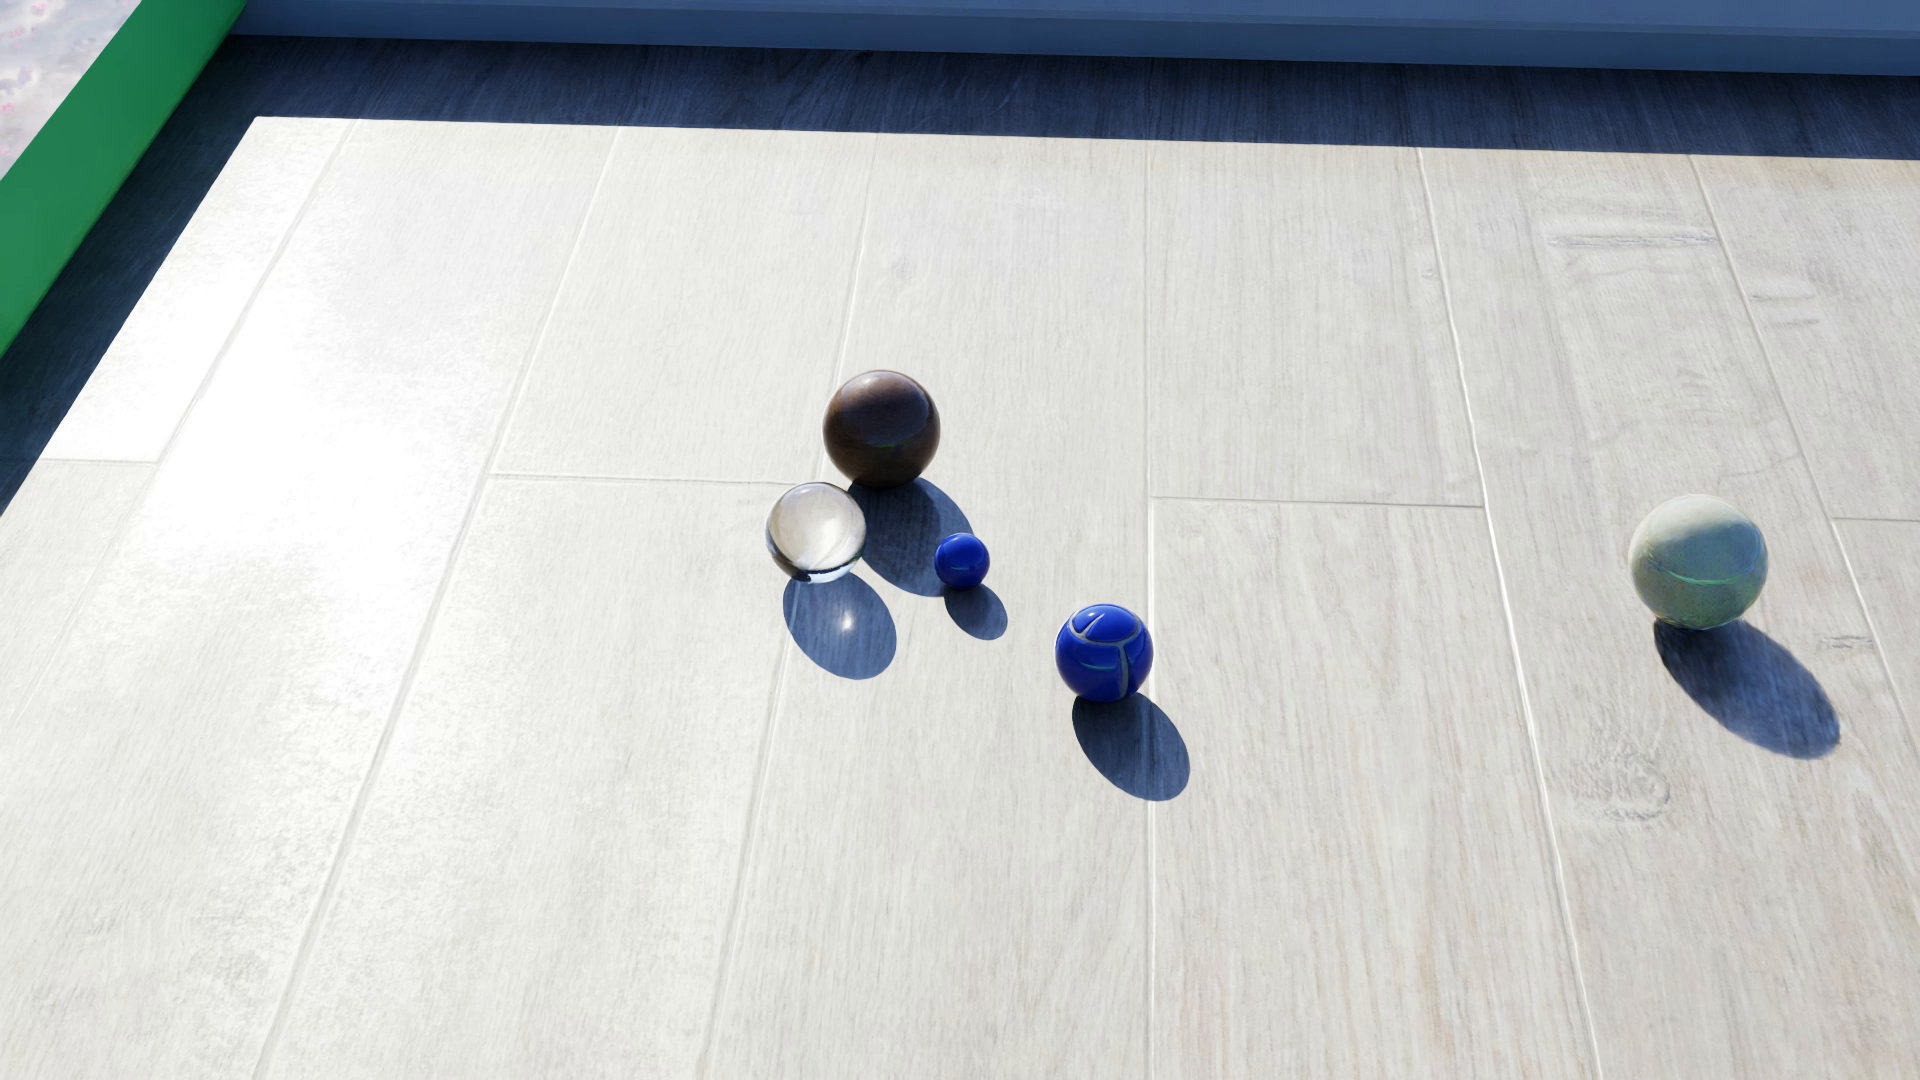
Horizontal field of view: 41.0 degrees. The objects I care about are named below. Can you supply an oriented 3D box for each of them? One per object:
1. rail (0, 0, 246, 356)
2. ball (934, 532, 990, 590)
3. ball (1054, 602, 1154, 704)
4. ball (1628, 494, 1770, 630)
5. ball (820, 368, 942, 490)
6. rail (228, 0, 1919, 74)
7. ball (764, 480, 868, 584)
[{"bbox_3d":[-0.770,-0.049,1.830,0.045,0.122,1.779,2,35,3],"label":"rail"},{"bbox_3d":[0.001,0.015,1.812,0.040,0.040,0.040,0,35,0],"label":"ball"},{"bbox_3d":[0.095,0.075,1.704,0.067,0.067,0.067,0,35,0],"label":"ball"},{"bbox_3d":[0.508,0.015,1.766,0.094,0.094,0.094,0,35,0],"label":"ball"},{"bbox_3d":[-0.059,-0.082,1.907,0.090,0.090,0.090,0,35,0],"label":"ball"},{"bbox_3d":[0.844,-0.495,2.461,3.178,0.122,0.045,2,35,3],"label":"rail"},{"bbox_3d":[-0.102,-0.005,1.812,0.073,0.073,0.073,0,35,0],"label":"ball"}]
